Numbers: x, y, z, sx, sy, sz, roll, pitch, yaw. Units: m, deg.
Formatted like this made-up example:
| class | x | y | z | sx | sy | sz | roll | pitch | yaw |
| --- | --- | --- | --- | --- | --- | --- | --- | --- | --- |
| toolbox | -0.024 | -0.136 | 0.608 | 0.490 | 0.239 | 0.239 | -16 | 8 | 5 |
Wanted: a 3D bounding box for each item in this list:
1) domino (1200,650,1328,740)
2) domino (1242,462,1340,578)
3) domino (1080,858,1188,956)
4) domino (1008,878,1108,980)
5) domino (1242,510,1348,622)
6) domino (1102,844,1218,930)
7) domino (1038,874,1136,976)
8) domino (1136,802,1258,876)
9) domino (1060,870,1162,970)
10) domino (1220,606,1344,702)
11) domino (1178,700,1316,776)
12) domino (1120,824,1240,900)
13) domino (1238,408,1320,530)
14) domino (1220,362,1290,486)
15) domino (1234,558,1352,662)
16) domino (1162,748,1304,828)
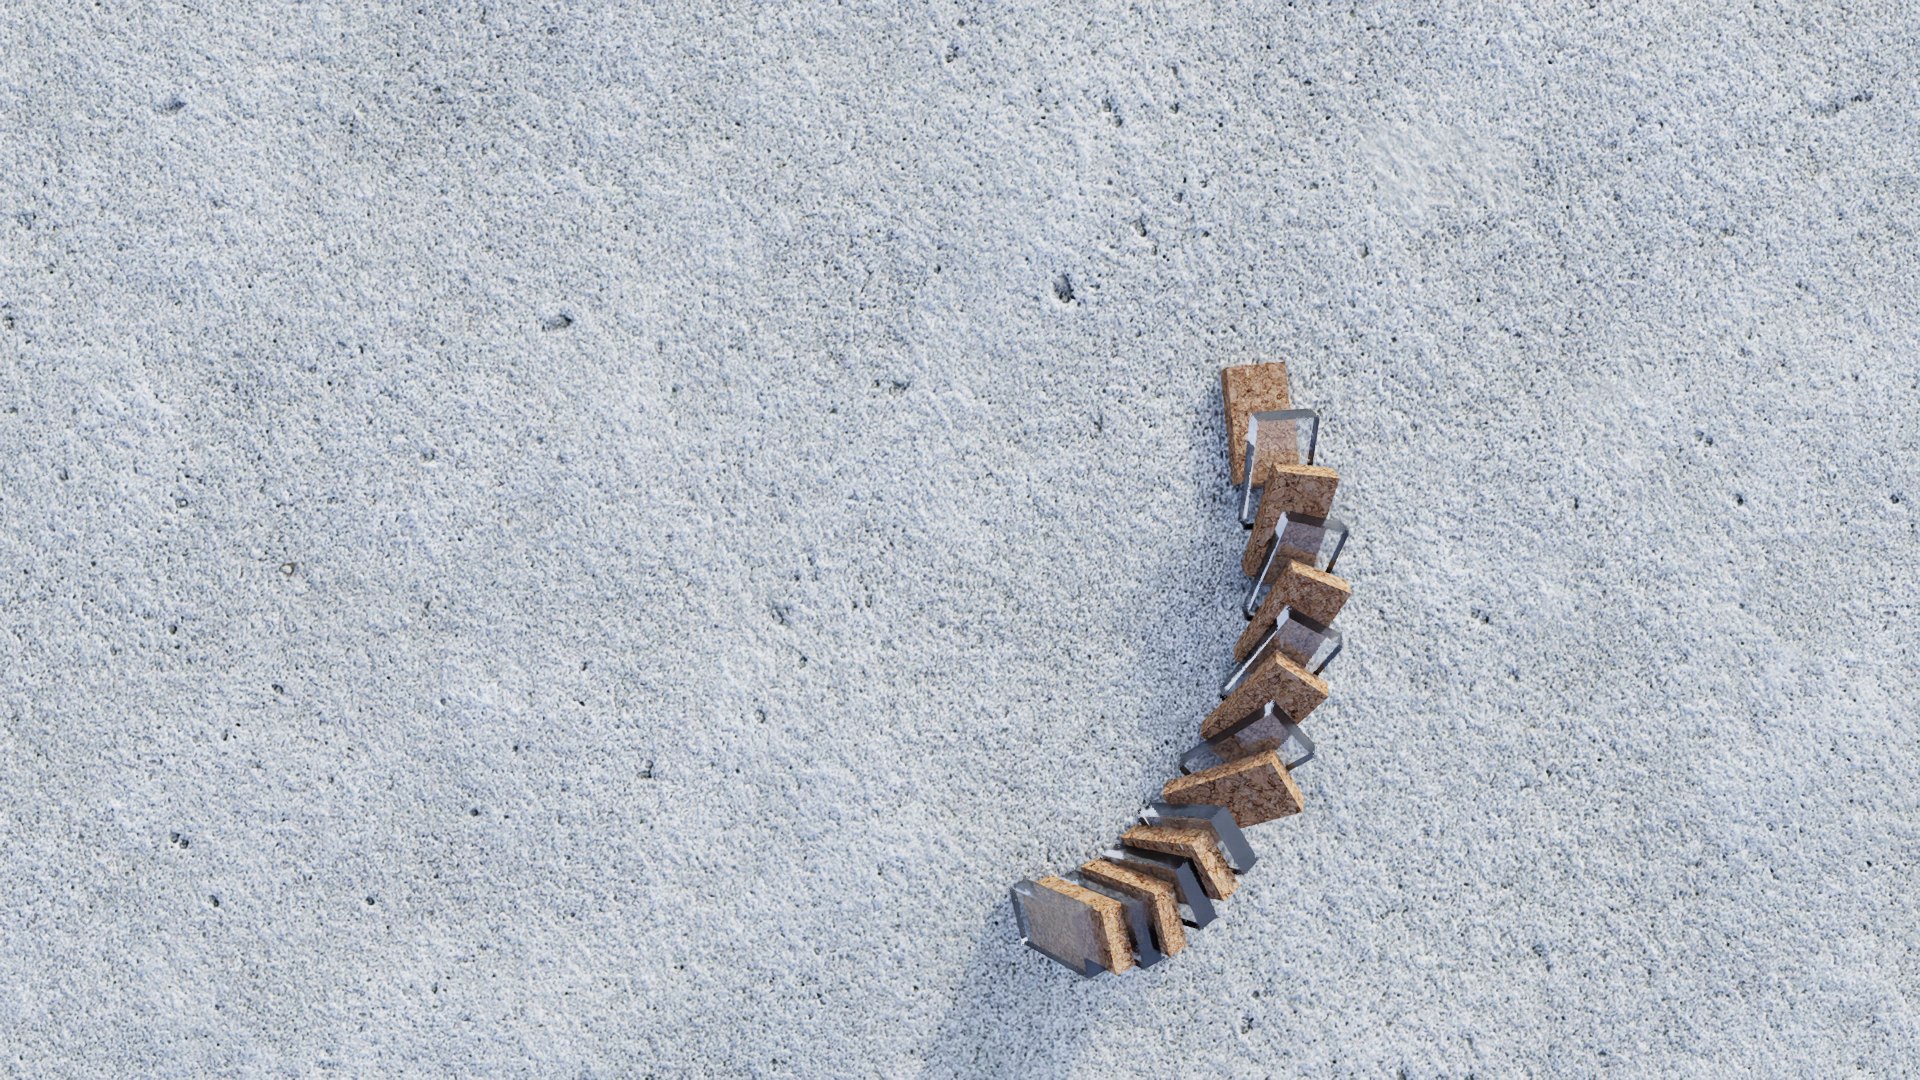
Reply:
| class | x | y | z | sx | sy | sz | roll | pitch | yaw |
| --- | --- | --- | --- | --- | --- | --- | --- | --- | --- |
| domino | 0.126 | 0.071 | 0.383 | 0.025 | 0.010 | 0.050 | 33 | 122 | 0 |
| domino | 0.138 | -0.007 | 0.384 | 0.025 | 0.010 | 0.050 | 7 | 120 | 0 |
| domino | 0.070 | 0.149 | 0.376 | 0.010 | 0.050 | 0.025 | -14 | 90 | -28 |
| domino | 0.039 | 0.158 | 0.376 | 0.010 | 0.050 | 0.025 | -14 | 90 | -28 |
| domino | 0.139 | 0.014 | 0.383 | 0.025 | 0.009 | 0.050 | 12 | 120 | 0 |
| domino | 0.081 | 0.141 | 0.376 | 0.010 | 0.050 | 0.025 | -24 | 90 | -27 |
| domino | 0.050 | 0.157 | 0.376 | 0.010 | 0.050 | 0.025 | -14 | 90 | -28 |
| domino | 0.096 | 0.122 | 0.376 | 0.009 | 0.050 | 0.025 | -32 | 91 | -27 |
| domino | 0.060 | 0.154 | 0.376 | 0.010 | 0.050 | 0.025 | -14 | 90 | -28 |
| domino | 0.133 | 0.053 | 0.383 | 0.025 | 0.009 | 0.050 | 28 | 122 | 0 |
| domino | 0.119 | 0.090 | 0.382 | 0.025 | 0.010 | 0.050 | 47 | 122 | -1 |
| domino | 0.089 | 0.131 | 0.376 | 0.010 | 0.050 | 0.025 | -30 | 90 | -27 |
| domino | 0.133 | -0.029 | 0.383 | 0.025 | 0.009 | 0.050 | -4 | 120 | -1 |
| domino | 0.129 | -0.050 | 0.395 | 0.025 | 0.010 | 0.050 | -6 | 90 | 0 |
| domino | 0.138 | 0.034 | 0.383 | 0.025 | 0.010 | 0.050 | 21 | 122 | 0 |
| domino | 0.113 | 0.107 | 0.381 | 0.050 | 0.010 | 0.025 | -28 | 99 | 31 |
